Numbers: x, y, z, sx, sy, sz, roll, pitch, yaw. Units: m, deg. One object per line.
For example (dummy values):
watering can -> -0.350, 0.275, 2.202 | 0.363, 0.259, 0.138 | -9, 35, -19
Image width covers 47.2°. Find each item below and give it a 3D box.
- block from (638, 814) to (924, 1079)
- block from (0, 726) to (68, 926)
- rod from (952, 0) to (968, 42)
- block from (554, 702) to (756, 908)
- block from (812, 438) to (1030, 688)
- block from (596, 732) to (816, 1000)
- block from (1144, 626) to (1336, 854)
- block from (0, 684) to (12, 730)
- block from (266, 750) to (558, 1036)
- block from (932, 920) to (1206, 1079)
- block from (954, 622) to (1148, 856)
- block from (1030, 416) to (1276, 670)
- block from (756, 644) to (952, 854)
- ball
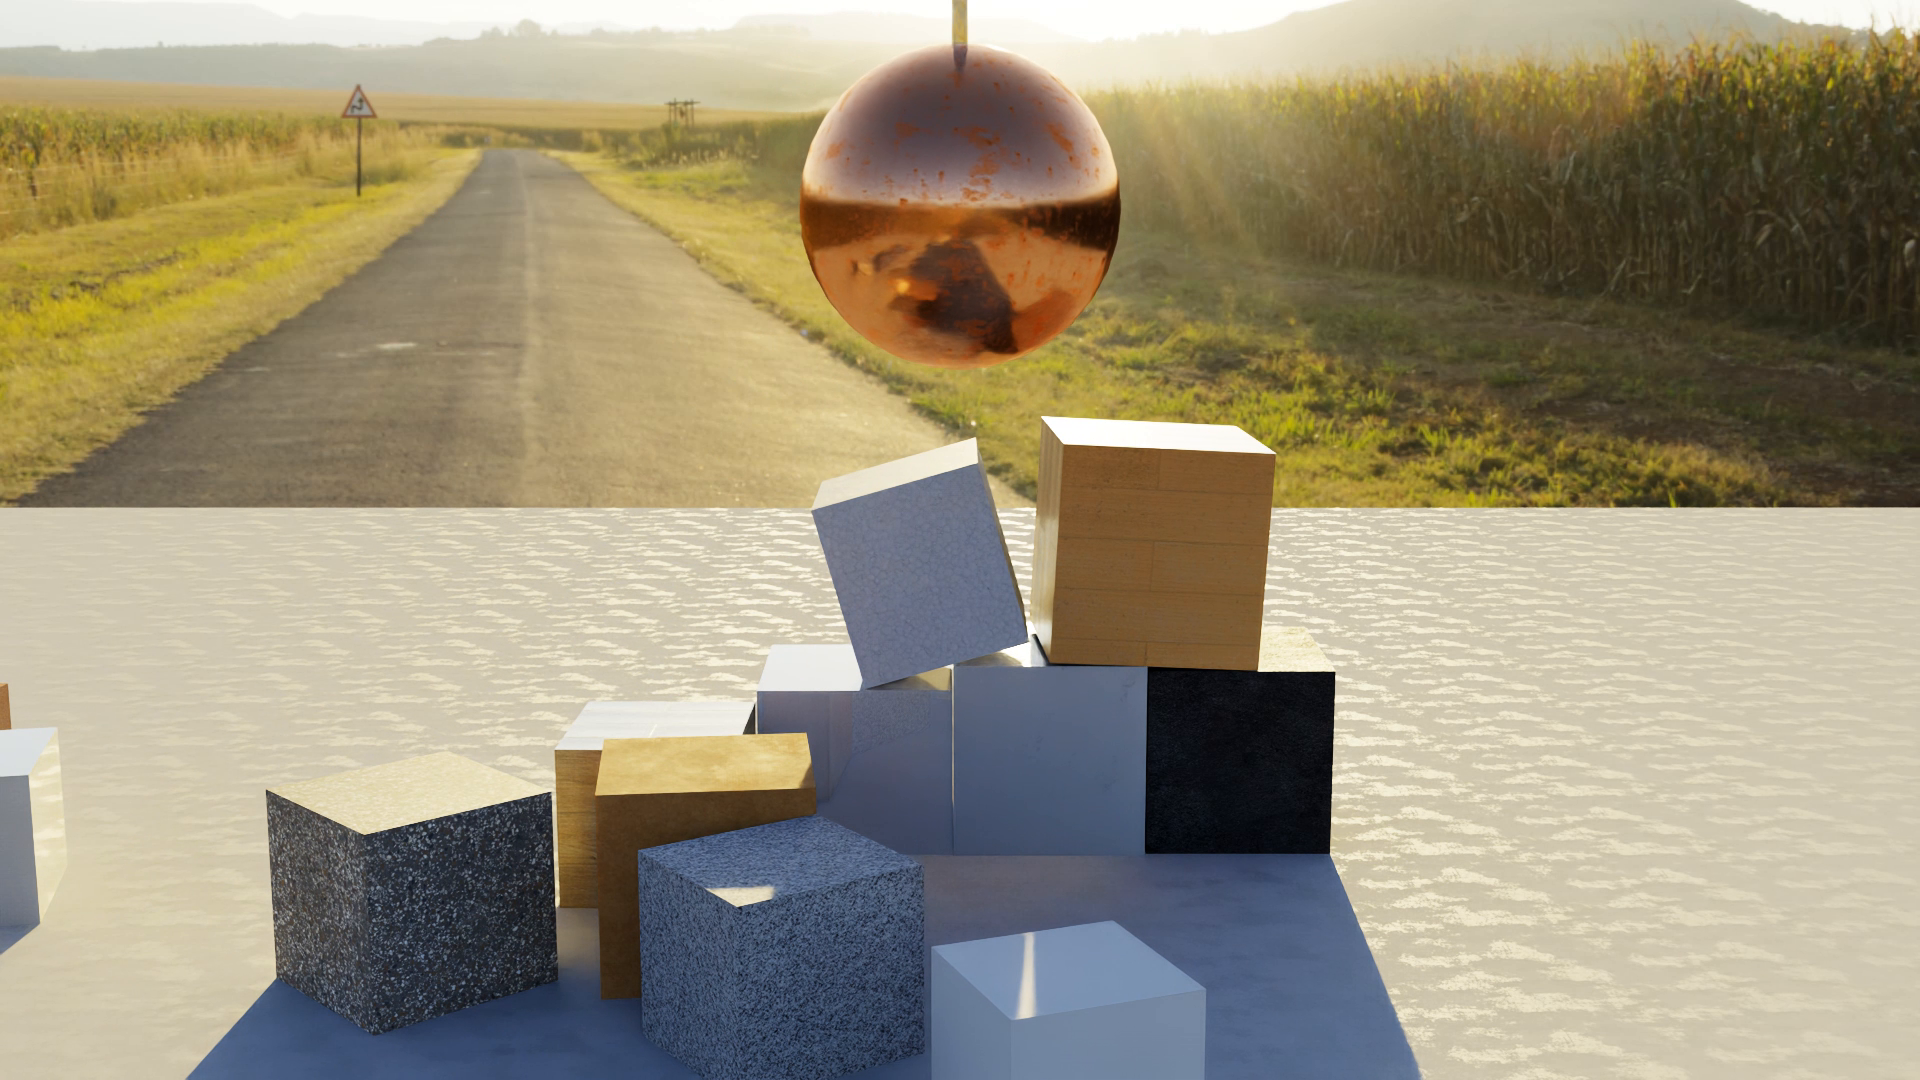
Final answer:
block -> -0.700, 1.607, 8.587 | 0.819, 0.767, 0.788 | -7, 13, -34
block -> -4.646, 1.341, 10.233 | 0.763, 0.701, 0.842 | -3, 11, -14
rod -> 0.000, -4.990, 10.286 | 0.080, 5.200, 0.080 | 0, 11, 0
block -> -1.434, 1.254, 10.544 | 0.828, 0.760, 0.877 | 0, 10, 1
block -> -0.192, 0.098, 11.186 | 0.842, 0.928, 0.924 | -16, 10, 3
block -> -1.088, 1.385, 9.494 | 0.899, 0.879, 0.858 | -1, 10, -7
block -> 1.386, 1.015, 11.369 | 0.917, 0.936, 0.999 | 0, 10, 0
block -> -5.395, 1.169, 11.166 | 0.796, 0.705, 0.846 | 0, 10, 2
block -> -2.302, 1.453, 9.249 | 0.856, 0.832, 0.844 | -10, 14, -42
block -> 0.363, 1.815, 7.644 | 0.713, 0.694, 0.714 | -4, 11, -22
block -> 0.442, 1.004, 11.344 | 0.952, 0.966, 1.006 | 0, 10, 0
block -> 0.947, -0.001, 11.163 | 1.032, 1.078, 1.016 | 2, 10, -4
block -> -0.521, 1.064, 11.367 | 0.963, 0.840, 1.001 | 0, 10, 0
ball -> 0.000, -1.648, 10.911 | 1.600, 1.600, 1.600 | 0, 10, 0
